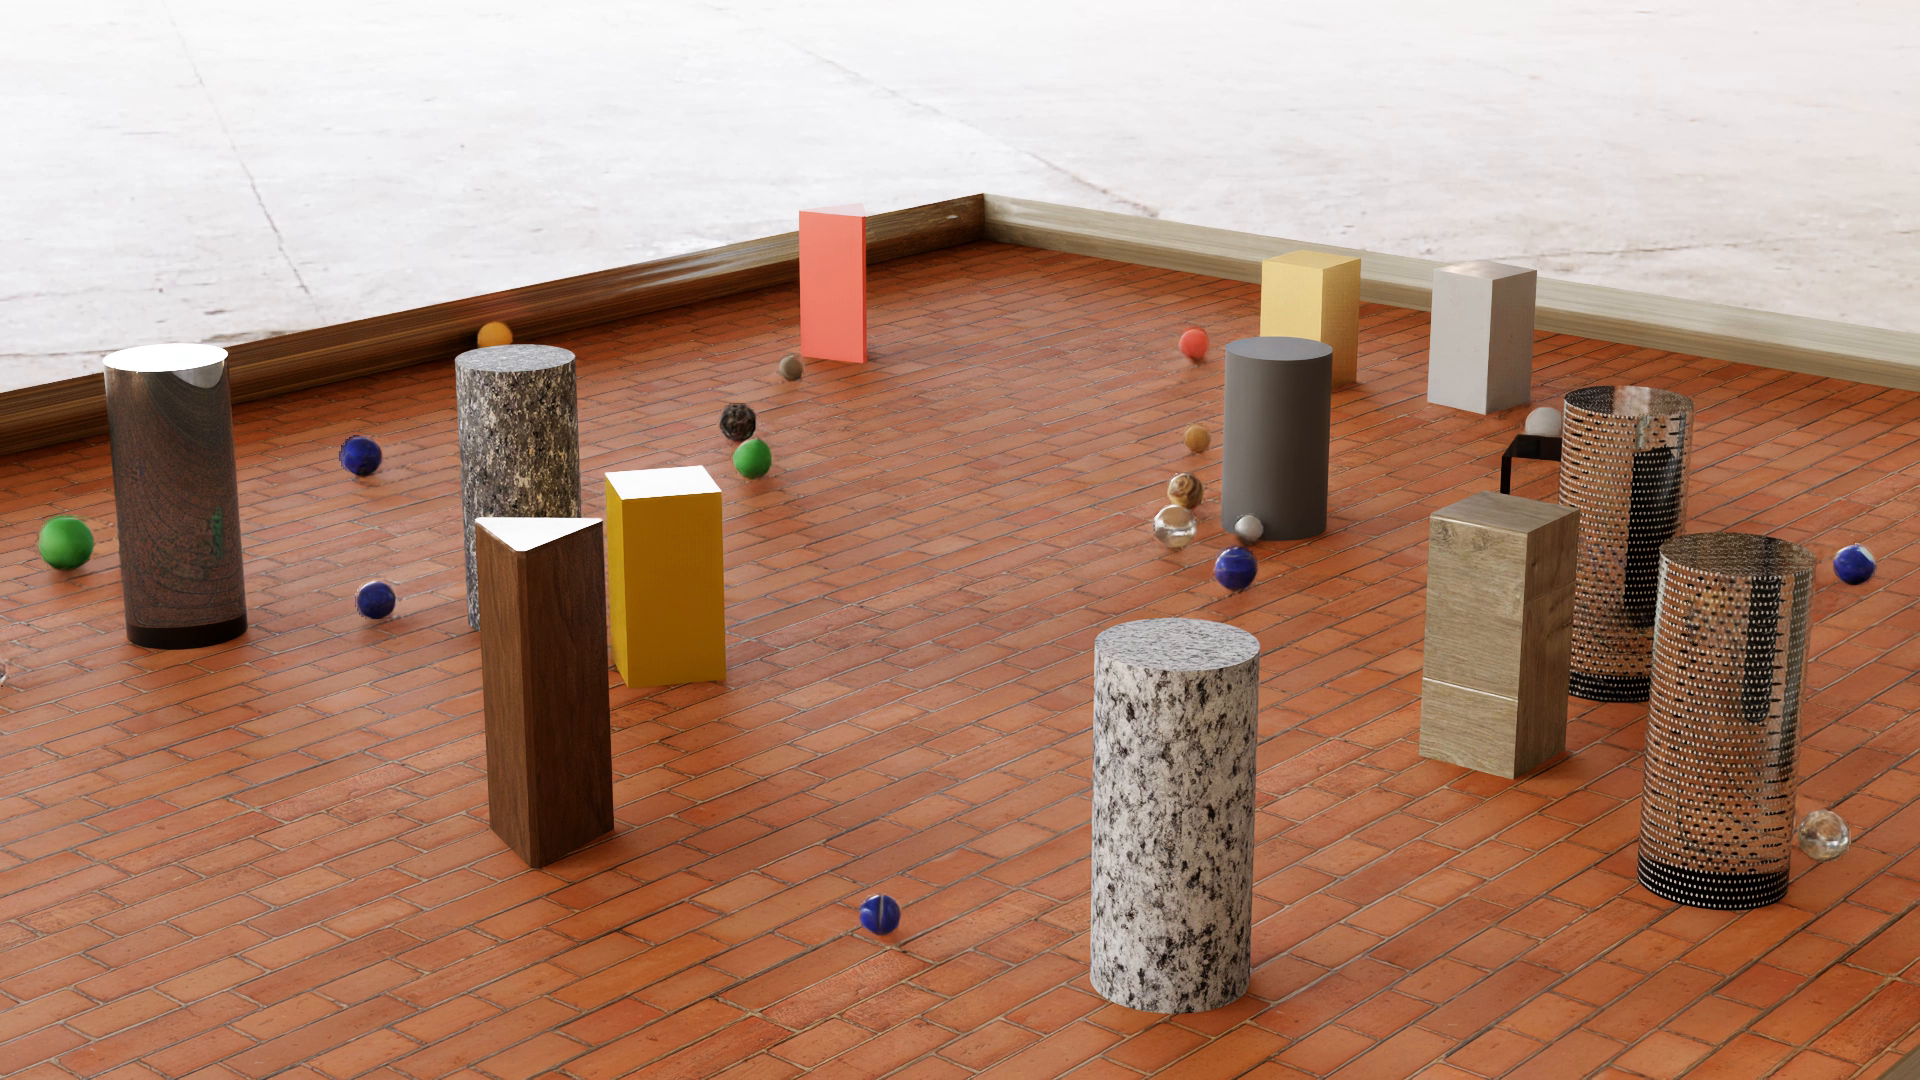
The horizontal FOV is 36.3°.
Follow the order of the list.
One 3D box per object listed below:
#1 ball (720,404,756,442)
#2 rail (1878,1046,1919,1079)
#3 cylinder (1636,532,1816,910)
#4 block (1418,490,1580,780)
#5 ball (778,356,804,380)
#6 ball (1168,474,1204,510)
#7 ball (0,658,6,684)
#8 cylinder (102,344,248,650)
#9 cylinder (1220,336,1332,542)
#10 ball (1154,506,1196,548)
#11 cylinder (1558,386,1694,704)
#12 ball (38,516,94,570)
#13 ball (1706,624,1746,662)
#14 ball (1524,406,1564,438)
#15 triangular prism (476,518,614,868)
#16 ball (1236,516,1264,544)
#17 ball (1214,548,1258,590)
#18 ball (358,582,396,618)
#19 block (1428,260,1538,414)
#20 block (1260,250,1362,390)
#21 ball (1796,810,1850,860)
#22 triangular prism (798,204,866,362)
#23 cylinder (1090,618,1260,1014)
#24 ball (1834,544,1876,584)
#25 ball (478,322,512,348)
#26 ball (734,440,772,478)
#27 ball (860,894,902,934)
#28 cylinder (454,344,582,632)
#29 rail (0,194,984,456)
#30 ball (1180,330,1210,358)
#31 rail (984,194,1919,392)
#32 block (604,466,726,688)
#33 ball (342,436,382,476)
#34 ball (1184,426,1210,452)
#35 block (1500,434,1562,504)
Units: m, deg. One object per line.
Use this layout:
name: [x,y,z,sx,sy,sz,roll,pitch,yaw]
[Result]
ball: [-0.465,-0.244,6.130,0.077,0.077,0.077,0,17,0]
rail: [1.569,0.425,3.816,0.045,0.129,5.039,14,22,39]
cylinder: [1.010,0.237,3.871,0.198,0.458,0.198,0,17,0]
block: [0.798,0.138,4.342,0.159,0.377,0.159,13,21,37]
ball: [-0.383,-0.389,6.648,0.056,0.056,0.056,0,17,0]
ball: [0.435,-0.093,5.640,0.070,0.070,0.070,0,17,0]
ball: [-1.547,0.209,4.650,0.064,0.064,0.064,0,17,0]
cylinder: [-1.303,-0.073,4.878,0.198,0.473,0.198,0,17,0]
cylinder: [0.593,-0.191,5.493,0.198,0.344,0.198,0,17,0]
ball: [0.395,-0.024,5.397,0.080,0.080,0.080,0,17,0]
cylinder: [1.042,0.005,4.632,0.198,0.464,0.198,0,17,0]
ball: [-1.606,0.006,5.267,0.096,0.096,0.096,0,17,0]
ball: [1.249,0.169,4.783,0.063,0.063,0.063,0,17,0]
ball: [1.214,-0.232,6.073,0.088,0.088,0.088,0,17,0]
triangular prism: [-0.594,0.198,4.016,0.149,0.451,0.172,10,19,30]
ball: [0.535,-0.019,5.429,0.051,0.051,0.051,0,17,0]
ball: [0.484,0.052,5.152,0.075,0.075,0.075,0,17,0]
ball: [-0.995,0.102,5.002,0.065,0.065,0.065,0,17,0]
block: [1.143,-0.446,6.420,0.159,0.297,0.159,-15,22,-41]
block: [0.787,-0.492,6.598,0.159,0.283,0.159,13,21,37]
ball: [1.177,0.403,3.997,0.069,0.069,0.069,0,17,0]
triangular prism: [-0.265,-0.607,6.872,0.172,0.344,0.149,8,19,25]
cylinder: [0.261,0.335,3.581,0.198,0.439,0.198,0,17,0]
ball: [1.582,0.044,5.186,0.070,0.070,0.070,0,17,0]
ball: [-1.091,-0.470,6.874,0.081,0.081,0.081,0,17,0]
ball: [-0.414,-0.161,5.855,0.078,0.078,0.078,0,17,0]
ball: [-0.102,0.481,3.767,0.052,0.052,0.052,0,17,0]
cylinder: [-0.739,-0.084,4.941,0.198,0.457,0.198,0,17,0]
rail: [-1.569,-0.361,6.424,0.045,0.129,5.039,14,22,39]
ball: [0.548,-0.458,6.854,0.069,0.069,0.069,0,17,0]
rail: [1.636,-0.511,6.924,4.203,0.129,0.045,14,22,39]
block: [-0.474,0.058,4.718,0.159,0.314,0.159,-5,17,-15]
ball: [-1.198,-0.168,5.876,0.078,0.078,0.078,0,17,0]
ball: [0.491,-0.209,6.053,0.054,0.054,0.054,0,17,0]
block: [1.025,-0.027,5.079,0.159,0.269,0.159,6,18,19]
